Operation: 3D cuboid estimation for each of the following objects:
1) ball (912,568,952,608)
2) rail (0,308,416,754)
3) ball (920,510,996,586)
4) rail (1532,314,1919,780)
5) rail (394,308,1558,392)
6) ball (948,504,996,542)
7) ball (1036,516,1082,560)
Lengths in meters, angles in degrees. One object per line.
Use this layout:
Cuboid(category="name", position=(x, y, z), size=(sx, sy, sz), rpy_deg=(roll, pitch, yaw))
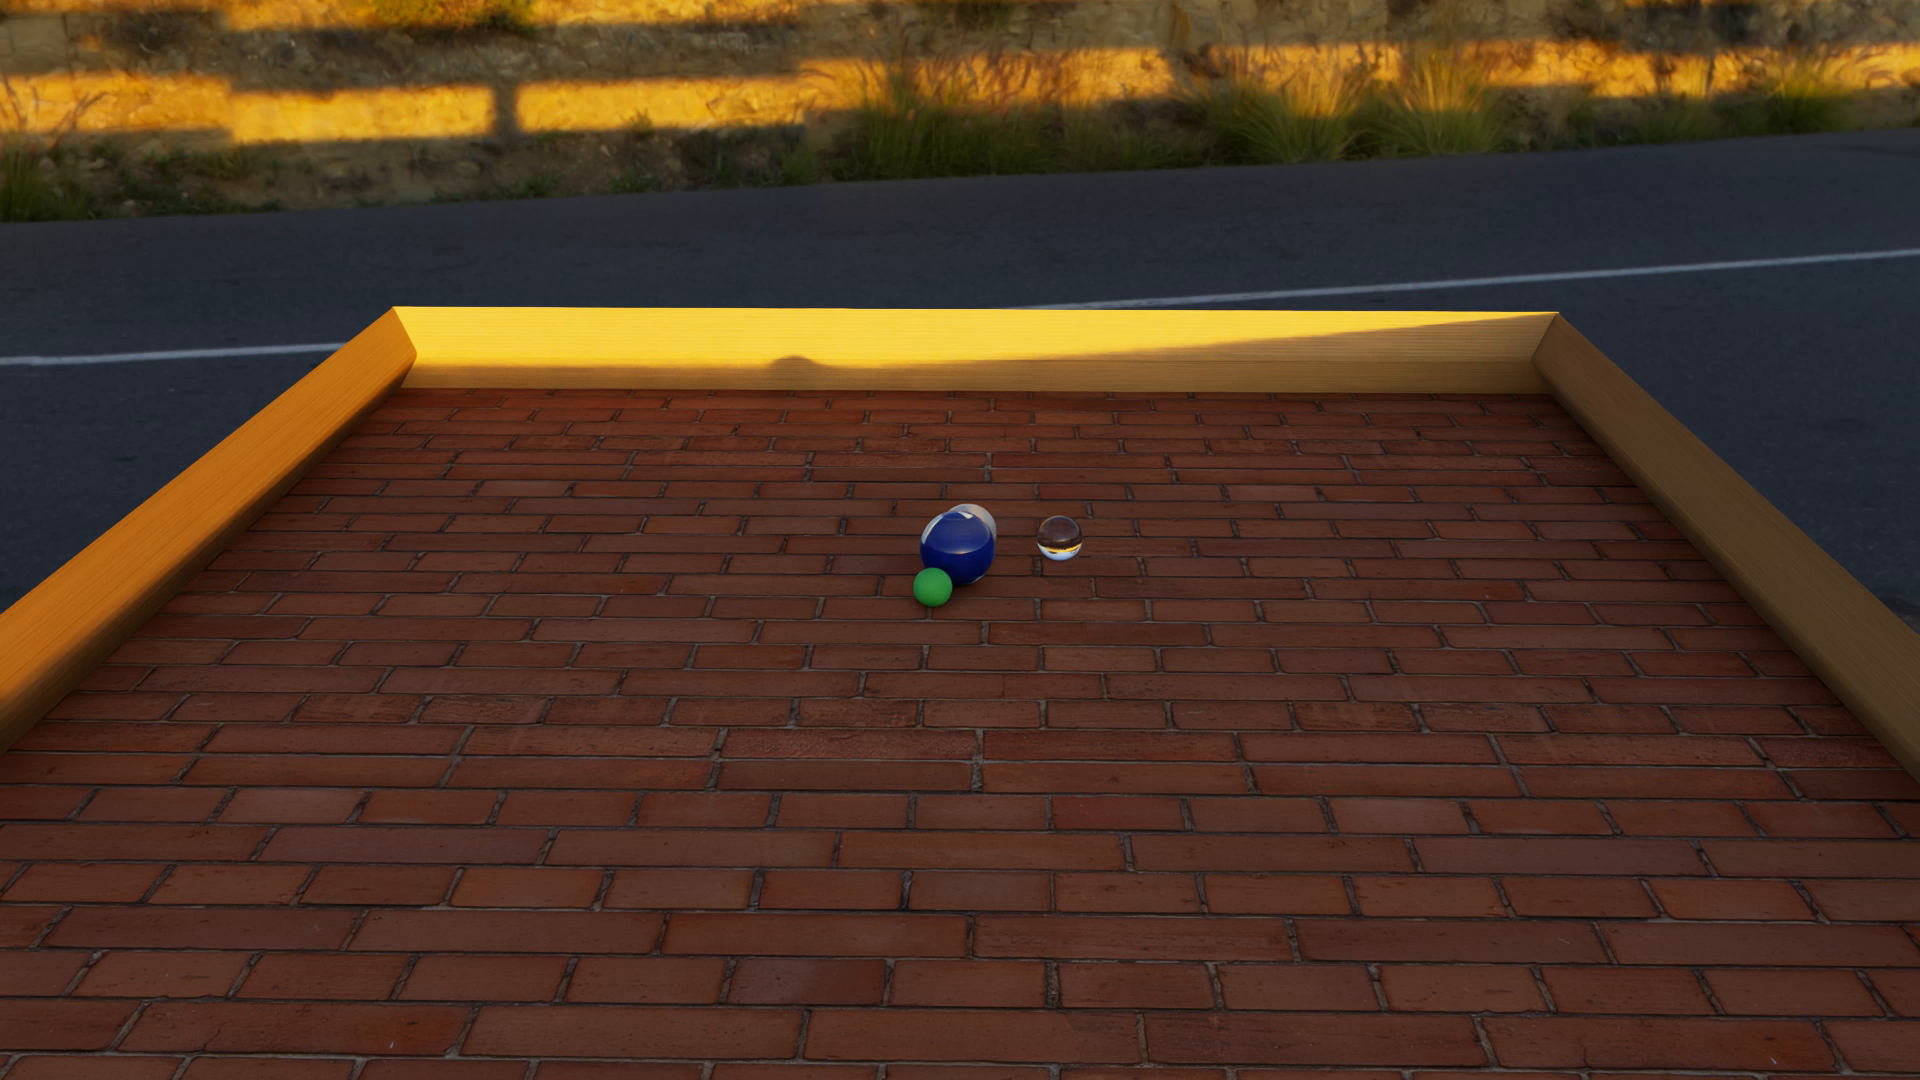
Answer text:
Cuboid(category="ball", position=(-0.031, 0.054, 2.496), size=(0.045, 0.045, 0.045), rpy_deg=(0, 18, 0))
Cuboid(category="rail", position=(-0.900, 0.229, 1.821), size=(0.045, 0.128, 3.436), rpy_deg=(0, 18, 1))
Cuboid(category="ball", position=(-0.003, 0.010, 2.561), size=(0.089, 0.089, 0.089), rpy_deg=(0, 18, 0))
Cuboid(category="rail", position=(0.863, 0.241, 1.784), size=(0.045, 0.128, 3.436), rpy_deg=(0, 18, 1))
Cuboid(category="rail", position=(0.018, -0.290, 3.413), size=(1.811, 0.128, 0.045), rpy_deg=(0, 18, 1))
Cuboid(category="ball", position=(0.010, -0.009, 2.649), size=(0.070, 0.070, 0.070), rpy_deg=(0, 18, 0))
Cuboid(category="ball", position=(0.120, -0.002, 2.651), size=(0.055, 0.055, 0.055), rpy_deg=(0, 18, 0))
